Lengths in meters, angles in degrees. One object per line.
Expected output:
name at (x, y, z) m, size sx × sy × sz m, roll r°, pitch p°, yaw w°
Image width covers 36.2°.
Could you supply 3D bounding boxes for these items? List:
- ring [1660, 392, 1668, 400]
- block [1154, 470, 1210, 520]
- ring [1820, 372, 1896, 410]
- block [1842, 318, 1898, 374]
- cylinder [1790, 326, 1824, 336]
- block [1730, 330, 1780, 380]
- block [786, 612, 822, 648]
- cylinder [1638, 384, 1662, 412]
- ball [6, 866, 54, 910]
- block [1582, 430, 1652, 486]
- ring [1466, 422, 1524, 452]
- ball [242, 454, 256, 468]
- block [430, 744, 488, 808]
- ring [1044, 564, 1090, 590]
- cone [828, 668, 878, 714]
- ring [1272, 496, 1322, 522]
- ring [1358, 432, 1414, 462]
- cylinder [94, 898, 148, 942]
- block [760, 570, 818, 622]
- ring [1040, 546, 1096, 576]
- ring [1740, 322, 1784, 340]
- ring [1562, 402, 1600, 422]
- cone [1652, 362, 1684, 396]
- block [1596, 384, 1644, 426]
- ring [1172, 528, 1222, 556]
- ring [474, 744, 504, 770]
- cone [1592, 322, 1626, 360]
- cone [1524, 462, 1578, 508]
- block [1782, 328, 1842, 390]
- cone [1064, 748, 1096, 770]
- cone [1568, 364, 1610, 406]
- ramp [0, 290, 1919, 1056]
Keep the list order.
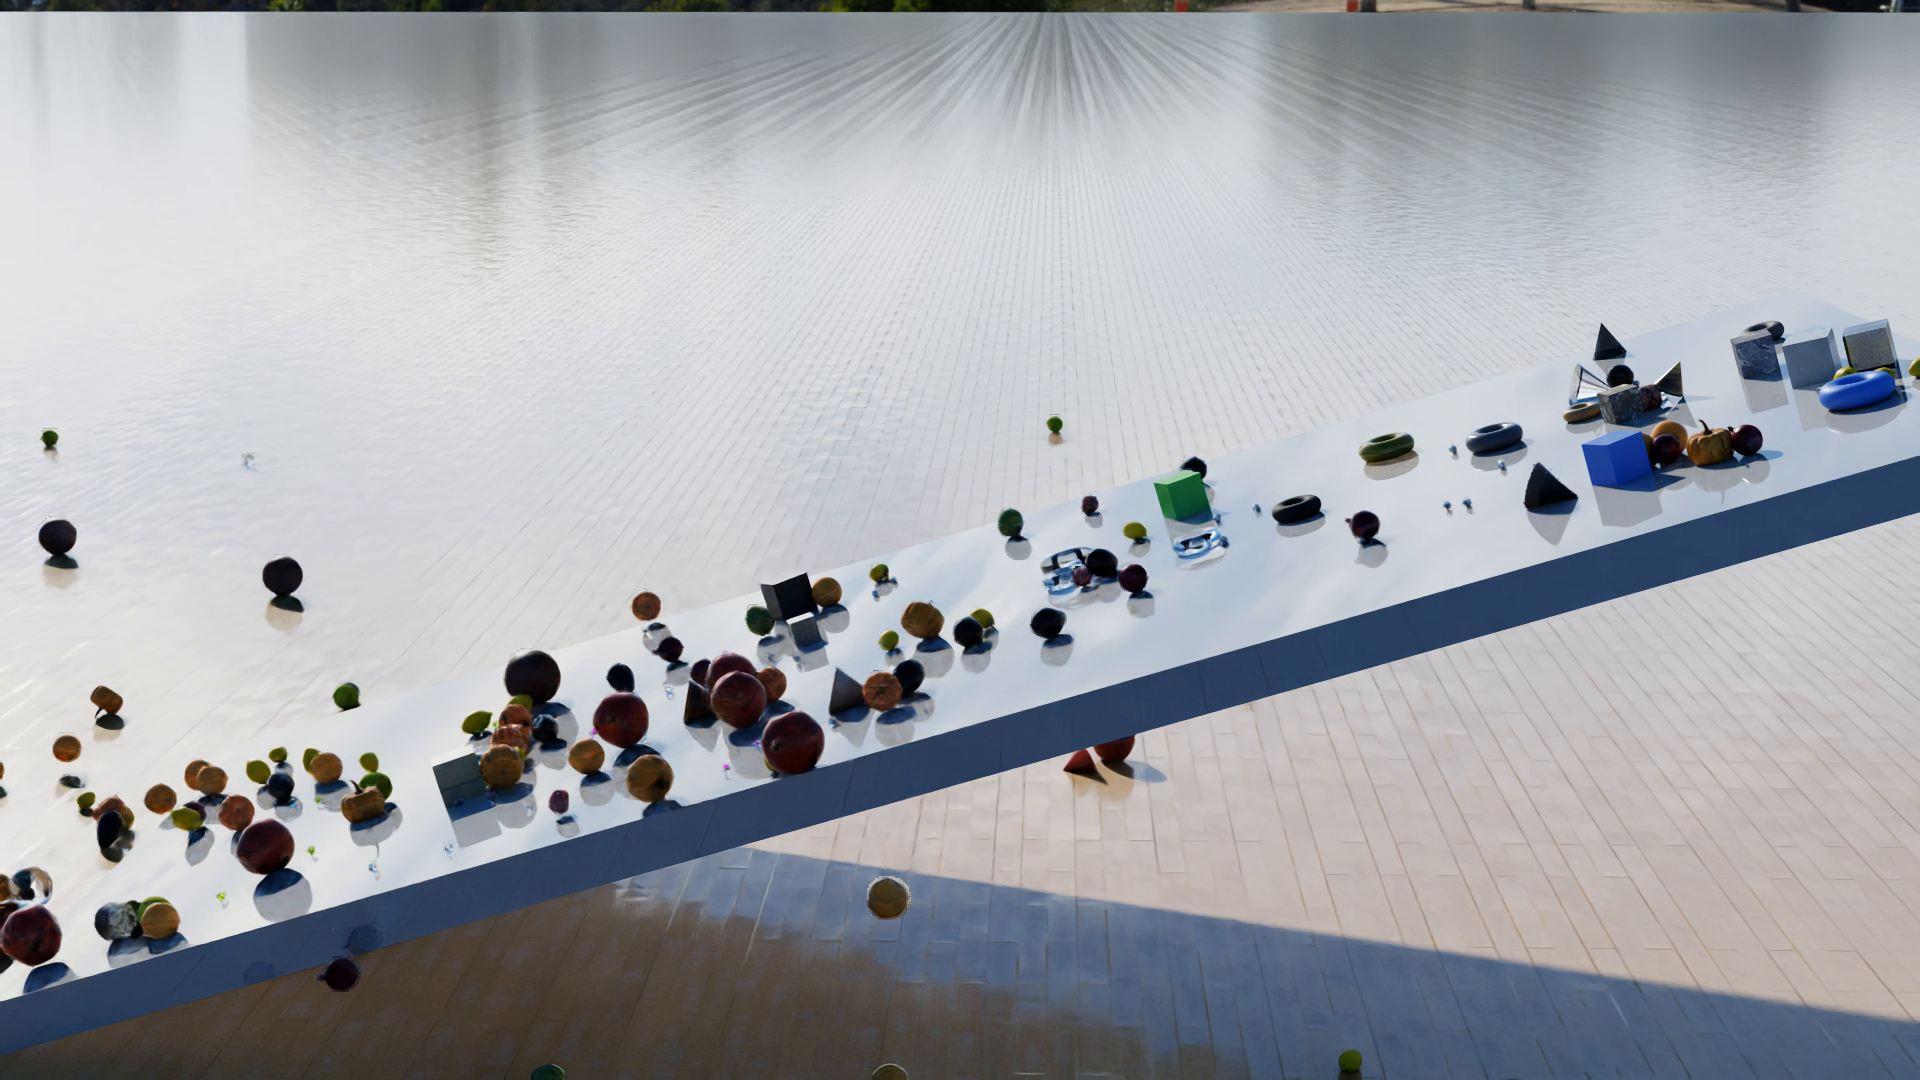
ring at (1.484, -0.308, 6.322) m, size 0.082 × 0.027 × 0.082 m, roll -18°, pitch 10°, yaw 3°
block at (0.503, -0.102, 6.669) m, size 0.084 × 0.084 × 0.084 m, roll -20°, pitch 10°, yaw -15°
ring at (1.747, -0.291, 5.728) m, size 0.145 × 0.048 × 0.145 m, roll -15°, pitch 10°, yaw 3°
block at (1.851, -0.391, 5.982) m, size 0.087 × 0.087 × 0.087 m, roll -13°, pitch 11°, yaw 23°
cylinder at (1.797, -0.407, 6.207) m, size 0.071 × 0.071 × 0.071 m, roll -17°, pitch 10°, yaw 3°
block at (1.702, -0.398, 6.297) m, size 0.078 × 0.078 × 0.078 m, roll -15°, pitch 10°, yaw 10°
block at (-0.346, 0.200, 6.519) m, size 0.058 × 0.058 × 0.058 m, roll -19°, pitch 10°, yaw -10°
cylinder at (1.458, -0.301, 6.255) m, size 0.052 × 0.052 × 0.052 m, roll -18°, pitch 13°, yaw -5°
ball at (-2.023, 0.758, 6.397) m, size 0.097 × 0.097 × 0.097 m, roll 0°, pitch 11°, yaw 0°
block at (1.271, -0.158, 5.691) m, size 0.084 × 0.084 × 0.084 m, roll -21°, pitch 11°, yaw -22°
ring at (1.155, -0.221, 6.357) m, size 0.126 × 0.042 × 0.126 m, roll -15°, pitch 10°, yaw 3°
ball at (-2.932, -0.324, 12.125) m, size 0.055 × 0.055 × 0.055 m, roll 0°, pitch 11°, yaw 0°
block at (-1.025, 0.482, 6.015) m, size 0.090 × 0.090 × 0.090 m, roll -19°, pitch 10°, yaw -10°
ring at (0.228, 0.080, 6.281) m, size 0.104 × 0.035 × 0.104 m, roll -15°, pitch 9°, yaw 3°
cone at (-0.203, 0.303, 5.762) m, size 0.094 × 0.094 × 0.094 m, roll 10°, pitch 11°, yaw 0°
ring at (0.717, -0.067, 6.263) m, size 0.108 × 0.036 × 0.108 m, roll -16°, pitch 11°, yaw 3°
ring at (0.959, -0.209, 6.614) m, size 0.128 × 0.043 × 0.128 m, roll -15°, pitch 9°, yaw 3°
cylinder at (-1.619, 0.735, 5.680) m, size 0.073 × 0.073 × 0.073 m, roll 10°, pitch 15°, yaw 39°
block at (-0.402, 0.131, 6.899) m, size 0.089 × 0.089 × 0.089 m, roll -21°, pitch 11°, yaw -23°
ring at (0.234, 0.047, 6.365) m, size 0.124 × 0.041 × 0.124 m, roll -16°, pitch -8°, yaw -2°
ring at (1.804, -0.464, 6.618) m, size 0.101 × 0.034 × 0.101 m, roll -19°, pitch 12°, yaw 4°
ring at (1.349, -0.277, 6.379) m, size 0.084 × 0.028 × 0.084 m, roll -16°, pitch 11°, yaw 3°
cone at (1.527, -0.352, 6.286) m, size 0.070 × 0.070 × 0.070 m, roll 16°, pitch 22°, yaw -7°
block at (1.400, -0.288, 6.235) m, size 0.066 × 0.066 × 0.066 m, roll -18°, pitch 10°, yaw -8°
ring at (0.503, 0.003, 6.240) m, size 0.108 × 0.036 × 0.108 m, roll -17°, pitch 11°, yaw 3°
ring at (-1.022, 0.466, 6.254) m, size 0.112 × 0.037 × 0.112 m, roll -17°, pitch 9°, yaw 3°
cone at (1.537, -0.480, 7.007) m, size 0.083 × 0.083 × 0.083 m, roll -17°, pitch 10°, yaw 3°
cone at (1.148, -0.093, 5.668) m, size 0.093 × 0.093 × 0.093 m, roll 17°, pitch 17°, yaw 22°
block at (1.751, -0.374, 6.043) m, size 0.092 × 0.092 × 0.092 m, roll -12°, pitch 11°, yaw 25°
cone at (0.296, 0.571, 7.531) m, size 0.077 × 0.077 × 0.077 m, roll -29°, pitch 16°, yaw -7°
cone at (1.416, -0.338, 6.549) m, size 0.096 × 0.096 × 0.096 m, roll 10°, pitch 11°, yaw 0°
ramp at (0.093, 0.186, 6.318) m, size 4.000 × 0.100 × 2.000 m, roll -16°, pitch 10°, yaw 5°
